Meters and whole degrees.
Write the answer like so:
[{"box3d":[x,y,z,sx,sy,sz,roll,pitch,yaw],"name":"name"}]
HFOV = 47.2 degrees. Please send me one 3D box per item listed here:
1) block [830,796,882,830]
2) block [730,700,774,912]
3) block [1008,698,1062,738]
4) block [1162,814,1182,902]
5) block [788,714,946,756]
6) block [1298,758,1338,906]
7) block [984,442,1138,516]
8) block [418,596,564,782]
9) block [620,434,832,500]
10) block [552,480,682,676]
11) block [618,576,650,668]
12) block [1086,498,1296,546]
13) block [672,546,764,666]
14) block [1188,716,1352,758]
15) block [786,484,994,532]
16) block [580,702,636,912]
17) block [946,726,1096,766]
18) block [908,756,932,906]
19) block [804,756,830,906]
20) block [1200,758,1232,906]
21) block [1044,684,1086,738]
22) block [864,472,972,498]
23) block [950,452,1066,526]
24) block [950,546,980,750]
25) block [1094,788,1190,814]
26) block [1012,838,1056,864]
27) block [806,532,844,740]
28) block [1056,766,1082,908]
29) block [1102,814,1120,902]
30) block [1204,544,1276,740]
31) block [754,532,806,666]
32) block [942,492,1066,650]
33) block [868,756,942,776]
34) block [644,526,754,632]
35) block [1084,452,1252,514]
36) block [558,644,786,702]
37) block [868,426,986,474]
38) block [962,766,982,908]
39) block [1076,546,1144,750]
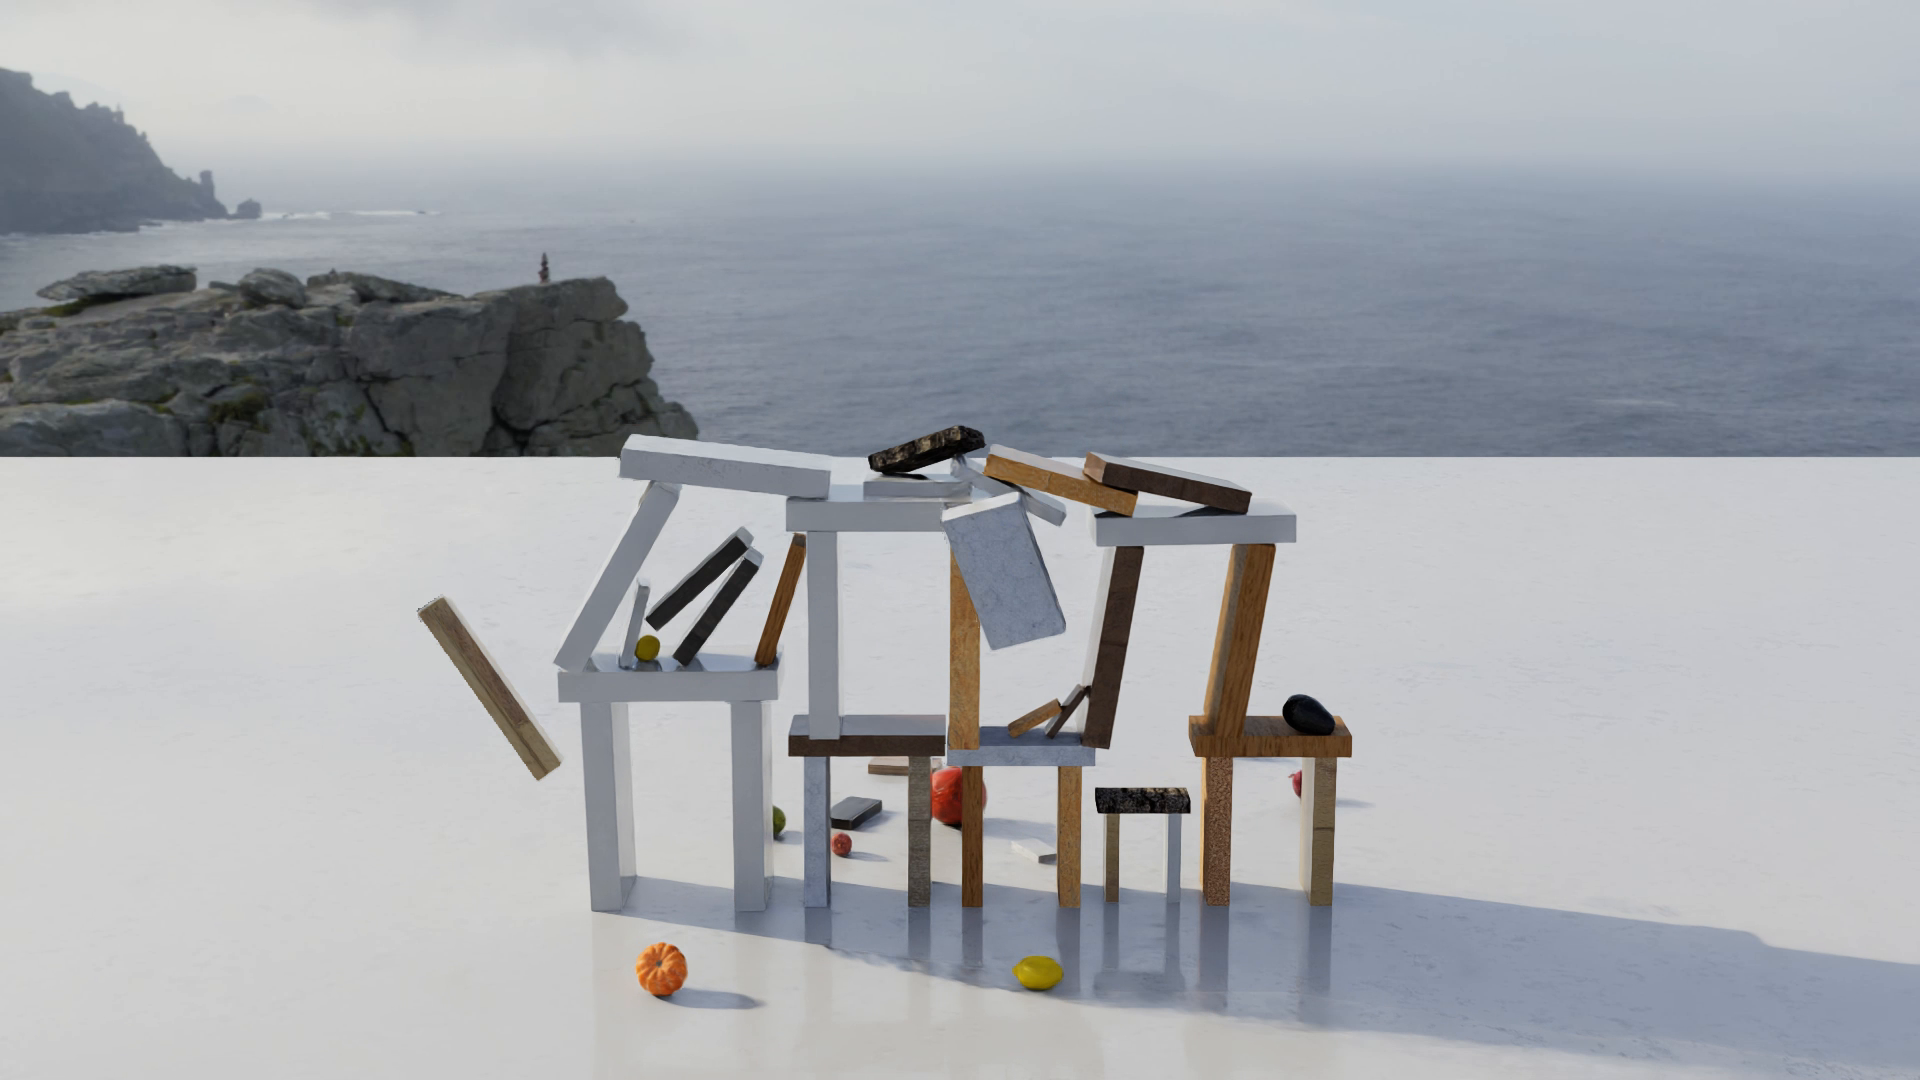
[{"box3d":[-0.203,0.506,4.071,0.068,0.019,0.136,4,11,21],"name":"block"},{"box3d":[-0.343,0.417,3.641,0.050,0.351,0.175,0,11,0],"name":"block"},{"box3d":[0.123,0.293,3.614,0.093,0.013,0.046,-28,10,4],"name":"block"},{"box3d":[0.352,0.516,3.651,0.022,0.152,0.076,0,11,0],"name":"block"},{"box3d":[-0.151,0.321,3.620,0.255,0.036,0.127,0,11,0],"name":"block"},{"box3d":[0.593,0.465,3.650,0.036,0.253,0.126,0,11,0],"name":"block"},{"box3d":[0.162,-0.098,3.530,0.245,0.035,0.122,16,11,0],"name":"block"},{"box3d":[-0.765,0.242,3.604,0.047,0.329,0.165,-35,3,-8],"name":"block"},{"box3d":[-0.374,-0.119,3.540,0.329,0.047,0.165,6,10,-4],"name":"block"},{"box3d":[-0.549,0.049,3.540,0.047,0.329,0.165,29,7,-10],"name":"block"},{"box3d":[-0.526,0.132,3.557,0.019,0.136,0.068,13,9,-12],"name":"block"},{"box3d":[0.371,-0.029,3.548,0.318,0.045,0.159,-1,11,-2],"name":"block"},{"box3d":[-0.393,0.107,3.573,0.029,0.202,0.101,36,8,-7],"name":"block"},{"box3d":[0.509,0.323,3.623,0.253,0.036,0.126,0,11,1],"name":"block"},{"box3d":[-0.105,-0.052,3.547,0.338,0.048,0.169,0,11,1],"name":"block"},{"box3d":[-0.581,0.416,3.639,0.050,0.351,0.175,-1,11,0],"name":"block"},{"box3d":[0.099,0.338,3.614,0.240,0.034,0.120,0,11,0],"name":"block"},{"box3d":[-0.066,0.464,3.647,0.036,0.255,0.127,0,11,0],"name":"block"},{"box3d":[-0.236,0.465,3.646,0.036,0.255,0.127,0,11,0],"name":"block"},{"box3d":[0.425,0.465,3.651,0.036,0.253,0.126,0,11,0],"name":"block"},{"box3d":[0.173,0.281,3.607,0.013,0.093,0.046,36,8,-7],"name":"block"},{"box3d":[-0.067,-0.089,3.549,0.170,0.024,0.085,1,11,3],"name":"block"},{"box3d":[0.077,-0.081,3.526,0.196,0.024,0.085,25,11,-5],"name":"block"},{"box3d":[0.008,0.147,3.582,0.048,0.355,0.169,0,11,0],"name":"block"},{"box3d":[0.302,0.431,3.636,0.152,0.022,0.076,0,11,0],"name":"block"},{"box3d":[0.134,0.546,3.869,0.046,0.013,0.093,-6,12,-28],"name":"block"},{"box3d":[-0.218,0.138,3.582,0.048,0.338,0.169,0,11,0],"name":"block"},{"box3d":[0.180,0.473,3.643,0.034,0.240,0.120,0,11,0],"name":"block"},{"box3d":[0.251,0.516,3.651,0.022,0.152,0.076,0,11,0],"name":"block"},{"box3d":[0.454,0.148,3.586,0.045,0.318,0.159,8,10,-2],"name":"block"},{"box3d":[-0.288,0.095,3.572,0.029,0.203,0.101,18,10,-4],"name":"block"},{"box3d":[0.069,0.050,3.427,0.122,0.245,0.035,-15,28,12],"name":"block"},{"box3d":[-0.109,0.449,4.375,0.136,0.019,0.068,2,11,10],"name":"block"},{"box3d":[-0.422,0.062,3.567,0.203,0.029,0.101,-42,8,6],"name":"block"},{"box3d":[0.331,-0.093,3.517,0.245,0.035,0.122,11,8,-12],"name":"block"},{"box3d":[-0.468,0.218,3.603,0.351,0.050,0.175,0,11,0],"name":"block"},{"box3d":[-0.054,-0.144,3.560,0.170,0.024,0.085,-18,-13,25],"name":"block"},{"box3d":[0.020,0.473,3.643,0.034,0.240,0.120,0,11,0],"name":"block"},{"box3d":[0.243,0.159,3.588,0.045,0.332,0.159,9,10,-3],"name":"block"}]
